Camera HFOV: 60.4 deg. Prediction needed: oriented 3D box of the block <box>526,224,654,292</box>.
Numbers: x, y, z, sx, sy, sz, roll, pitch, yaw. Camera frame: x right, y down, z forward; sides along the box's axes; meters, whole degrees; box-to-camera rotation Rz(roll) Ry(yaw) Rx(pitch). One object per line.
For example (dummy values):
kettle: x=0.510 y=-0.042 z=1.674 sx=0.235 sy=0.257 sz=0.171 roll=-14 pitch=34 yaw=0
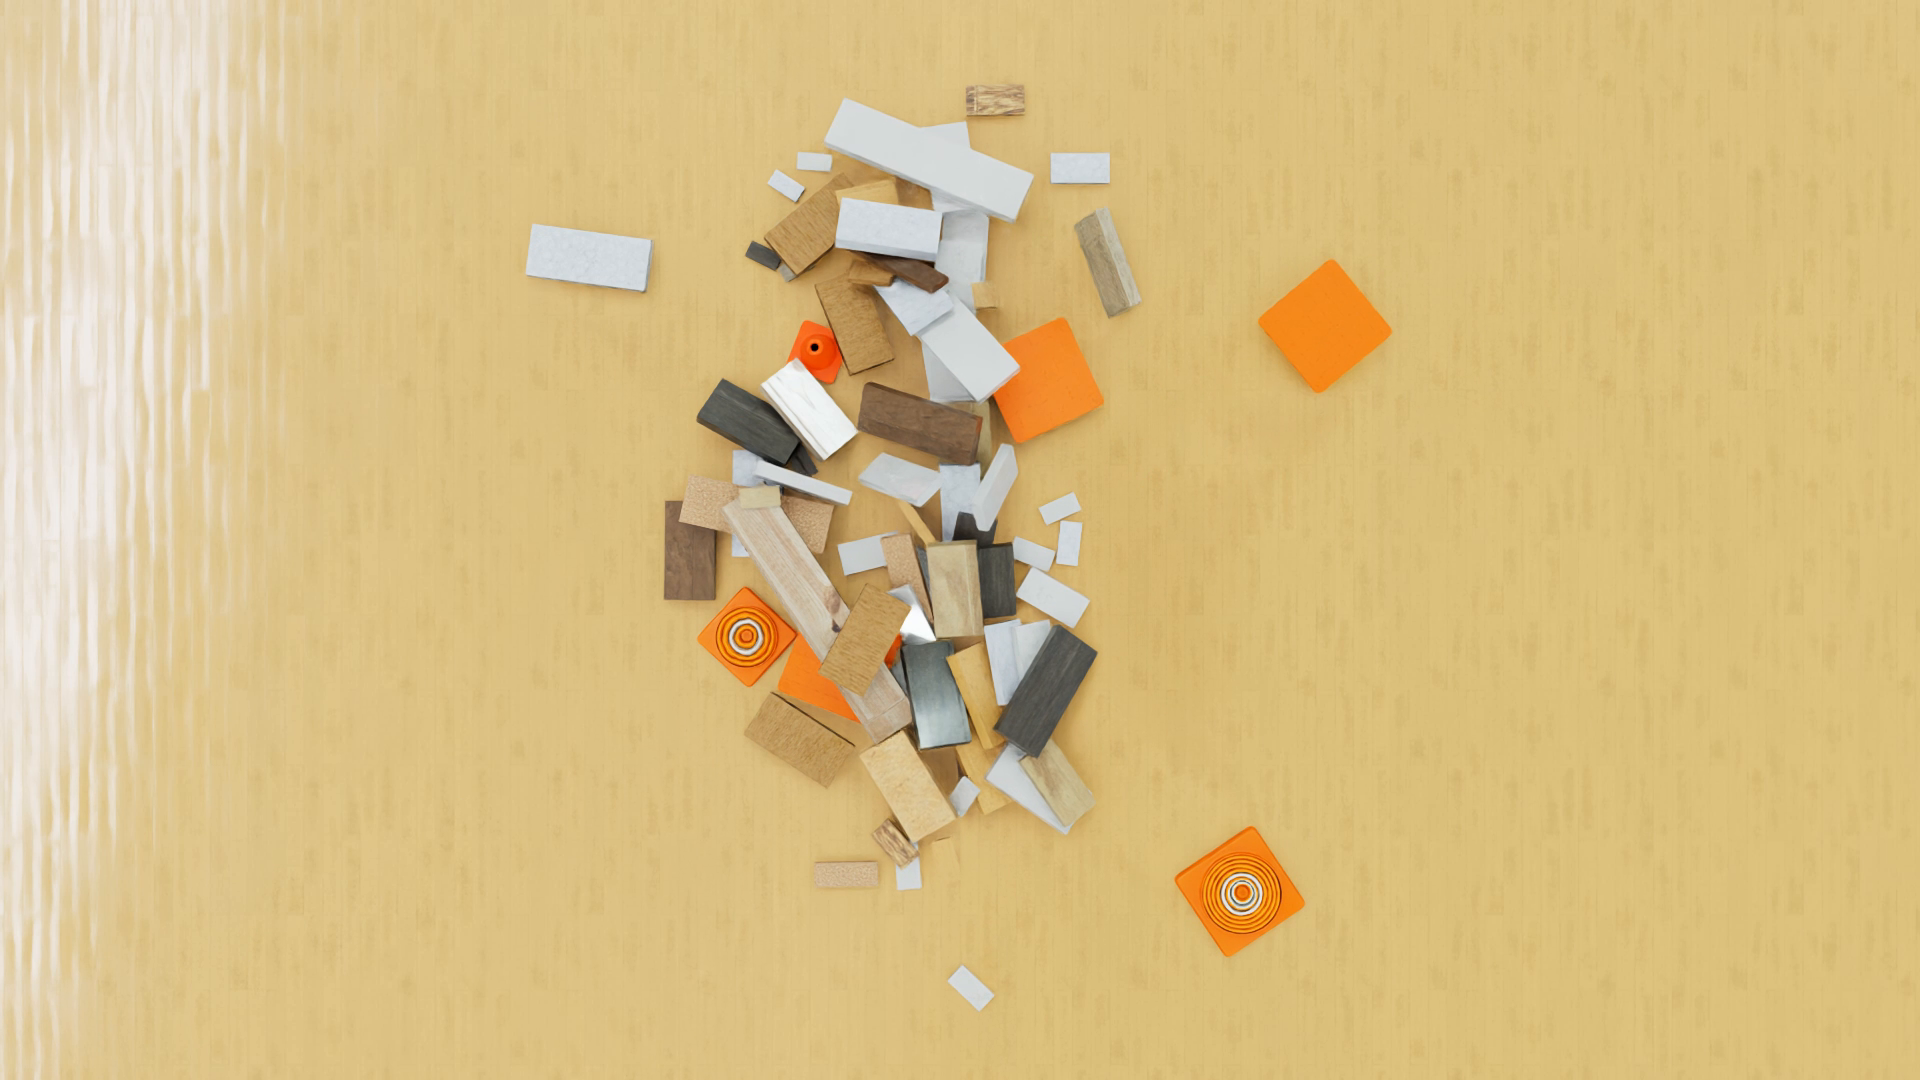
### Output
block: x=-1.229 y=-0.934 z=5.476 sx=0.396 sy=0.048 sz=0.170 roll=8 pitch=90 yaw=0

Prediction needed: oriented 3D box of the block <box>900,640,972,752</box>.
block: x=-0.081 y=0.508 z=5.402 sx=0.171 sy=0.049 sz=0.343 roll=-6 pitch=72 yaw=-17

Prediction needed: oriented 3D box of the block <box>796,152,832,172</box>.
block: x=-0.485 y=-1.259 z=5.492 sx=0.113 sy=0.016 sz=0.057 roll=4 pitch=90 yaw=0

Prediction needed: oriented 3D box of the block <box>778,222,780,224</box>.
block: x=-0.577 y=-1.002 z=5.492 sx=0.113 sy=0.016 sz=0.057 roll=37 pitch=90 yaw=0

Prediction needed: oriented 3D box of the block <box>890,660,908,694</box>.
block: x=-0.125 y=0.488 z=5.484 sx=0.111 sy=0.031 sz=0.222 roll=-37 pitch=90 yaw=0

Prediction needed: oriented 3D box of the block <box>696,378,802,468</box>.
block: x=-0.684 y=-0.383 z=5.443 sx=0.329 sy=0.047 sz=0.164 roll=29 pitch=65 yaw=0

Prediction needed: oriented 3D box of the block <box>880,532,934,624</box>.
block: x=-0.171 y=0.132 z=5.422 sx=0.104 sy=0.029 sz=0.318 roll=-10 pitch=109 yaw=16

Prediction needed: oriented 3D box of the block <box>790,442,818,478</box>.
block: x=-0.532 y=-0.266 z=5.491 sx=0.064 sy=0.018 sz=0.128 roll=-31 pitch=90 yaw=0

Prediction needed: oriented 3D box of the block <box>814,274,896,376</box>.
block: x=-0.348 y=-0.720 z=5.463 sx=0.159 sy=0.045 sz=0.319 roll=-21 pitch=90 yaw=-11

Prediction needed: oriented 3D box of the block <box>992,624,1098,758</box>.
block: x=0.282 y=0.494 z=5.400 sx=0.167 sy=0.047 sz=0.408 roll=36 pitch=73 yaw=-13

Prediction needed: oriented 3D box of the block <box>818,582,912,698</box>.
block: x=-0.309 y=0.324 z=5.361 sx=0.167 sy=0.047 sz=0.333 roll=29 pitch=87 yaw=-5

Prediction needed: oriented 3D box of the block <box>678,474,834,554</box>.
block: x=-0.668 y=-0.086 z=5.427 sx=0.481 sy=0.045 sz=0.160 roll=13 pitch=89 yaw=-3

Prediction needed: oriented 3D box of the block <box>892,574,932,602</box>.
block: x=-0.108 y=0.183 z=5.464 sx=0.222 sy=0.031 sz=0.111 roll=29 pitch=112 yaw=0

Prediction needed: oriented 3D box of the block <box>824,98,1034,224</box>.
block: x=-0.101 y=-1.244 z=5.412 sx=0.681 sy=0.047 sz=0.165 roll=23 pitch=81 yaw=5

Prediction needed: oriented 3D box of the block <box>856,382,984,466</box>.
block: x=-0.133 y=-0.379 z=5.374 sx=0.417 sy=0.045 sz=0.159 roll=19 pitch=113 yaw=20

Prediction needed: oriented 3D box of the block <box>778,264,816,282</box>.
block: x=-0.544 y=-0.908 z=5.492 sx=0.113 sy=0.016 sz=0.057 roll=-29 pitch=90 yaw=0

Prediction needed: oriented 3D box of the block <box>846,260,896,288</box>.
block: x=-0.288 y=-0.875 z=5.407 sx=0.160 sy=0.023 sz=0.080 roll=10 pitch=62 yaw=22

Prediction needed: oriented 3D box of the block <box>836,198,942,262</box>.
block: x=-0.231 y=-1.010 z=5.367 sx=0.330 sy=0.047 sz=0.165 roll=8 pitch=64 yaw=-3

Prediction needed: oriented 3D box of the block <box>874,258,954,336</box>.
block: x=-0.169 y=-0.818 z=5.370 sx=0.170 sy=0.048 sz=0.339 roll=-35 pitch=49 yaw=0

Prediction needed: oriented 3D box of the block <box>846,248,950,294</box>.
block: x=-0.211 y=-0.905 z=5.369 sx=0.406 sy=0.023 sz=0.080 roll=32 pitch=56 yaw=31

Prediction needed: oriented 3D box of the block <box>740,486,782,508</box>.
block: x=-0.646 y=-0.138 z=5.341 sx=0.128 sy=0.018 sz=0.064 roll=-5 pitch=93 yaw=-2

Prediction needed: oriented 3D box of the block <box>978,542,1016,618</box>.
block: x=0.117 y=0.135 z=5.432 sx=0.124 sy=0.035 sz=0.248 roll=-6 pitch=111 yaw=-7

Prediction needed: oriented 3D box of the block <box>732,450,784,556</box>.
block: x=-0.671 y=-0.120 z=5.477 sx=0.164 sy=0.047 sz=0.352 roll=0 pitch=90 yaw=0

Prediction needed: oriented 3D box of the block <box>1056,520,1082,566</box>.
block: x=0.363 y=0.011 z=5.490 sx=0.072 sy=0.020 sz=0.144 roll=7 pitch=90 yaw=0

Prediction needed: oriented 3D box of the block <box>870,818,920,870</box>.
block: x=-0.215 y=1.009 z=5.466 sx=0.080 sy=0.023 sz=0.159 roll=-42 pitch=90 yaw=0

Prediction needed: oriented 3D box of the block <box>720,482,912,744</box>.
block: x=-0.458 y=0.239 z=5.400 sx=0.171 sy=0.049 sz=0.921 roll=-33 pitch=94 yaw=0

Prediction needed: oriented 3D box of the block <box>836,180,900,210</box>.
block: x=-0.305 y=-1.119 z=5.436 sx=0.195 sy=0.028 sz=0.098 roll=-13 pitch=87 yaw=-5

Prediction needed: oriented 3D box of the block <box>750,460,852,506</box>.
block: x=-0.521 y=-0.185 z=5.387 sx=0.320 sy=0.160 sz=0.045 roll=19 pitch=87 yaw=-12

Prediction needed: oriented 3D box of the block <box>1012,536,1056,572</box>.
block: x=0.239 y=0.046 z=5.490 sx=0.144 sy=0.020 sz=0.072 roll=21 pitch=90 yaw=0

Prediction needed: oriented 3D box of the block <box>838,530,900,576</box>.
block: x=-0.294 y=0.042 z=5.485 sx=0.208 sy=0.029 sz=0.104 roll=-14 pitch=90 yaw=0

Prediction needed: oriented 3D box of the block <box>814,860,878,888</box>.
block: x=-0.378 y=1.111 z=5.489 sx=0.210 sy=0.023 sz=0.080 roll=-1 pitch=90 yaw=0

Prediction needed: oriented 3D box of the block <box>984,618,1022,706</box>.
block: x=0.162 y=0.402 z=5.443 sx=0.132 sy=0.037 sz=0.264 roll=-10 pitch=90 yaw=-40

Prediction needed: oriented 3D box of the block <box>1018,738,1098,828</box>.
block: x=0.319 y=0.796 z=5.412 sx=0.132 sy=0.037 sz=0.264 roll=-35 pitch=91 yaw=-16

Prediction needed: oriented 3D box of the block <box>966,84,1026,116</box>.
block: x=0.117 y=-1.462 z=5.486 sx=0.195 sy=0.028 sz=0.098 roll=-1 pitch=90 yaw=0

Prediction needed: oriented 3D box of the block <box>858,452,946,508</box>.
block: x=-0.191 y=-0.197 z=5.353 sx=0.124 sy=0.317 sz=0.035 roll=-46 pitch=129 yaw=-19
